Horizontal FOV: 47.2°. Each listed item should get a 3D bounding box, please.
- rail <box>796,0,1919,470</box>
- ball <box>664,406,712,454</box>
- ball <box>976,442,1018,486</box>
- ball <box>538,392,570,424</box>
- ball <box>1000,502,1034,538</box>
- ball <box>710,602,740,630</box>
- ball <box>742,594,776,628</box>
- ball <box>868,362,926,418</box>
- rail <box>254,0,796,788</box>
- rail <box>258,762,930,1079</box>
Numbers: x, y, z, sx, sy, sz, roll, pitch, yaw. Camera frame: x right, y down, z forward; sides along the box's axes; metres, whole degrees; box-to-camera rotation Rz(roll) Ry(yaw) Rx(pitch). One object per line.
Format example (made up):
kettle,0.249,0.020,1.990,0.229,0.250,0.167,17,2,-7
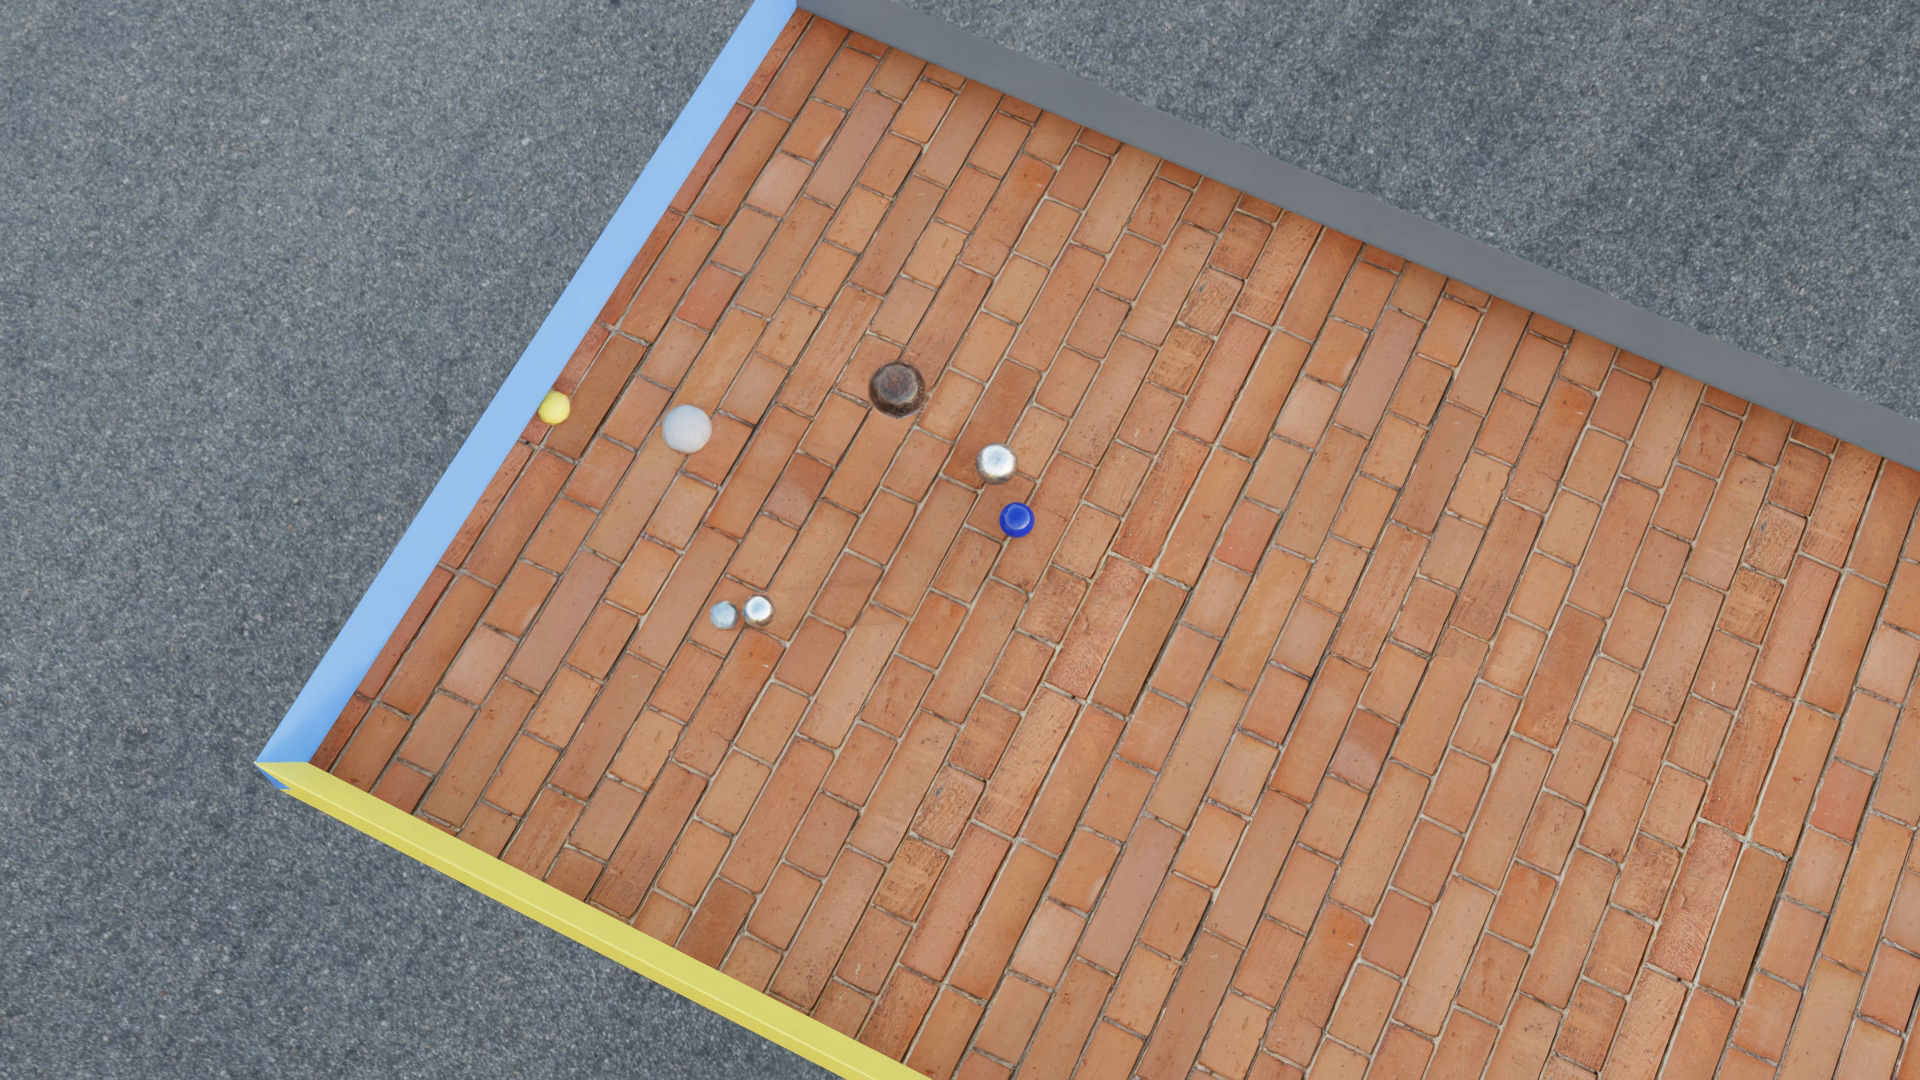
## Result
rail,1.047,-0.365,3.663,3.059,0.123,0.045,25,69,10
ball,-0.447,-0.182,3.608,0.079,0.079,0.079,0,66,0
ball,0.060,-0.125,3.588,0.070,0.070,0.070,0,66,0
ball,-0.672,-0.219,3.638,0.054,0.054,0.054,0,66,0
ball,0.092,-0.032,3.554,0.058,0.058,0.058,0,66,0
ball,-0.373,0.120,3.494,0.045,0.045,0.045,0,66,0
ball,-0.319,0.112,3.492,0.054,0.054,0.054,0,66,0
ball,-0.103,-0.248,3.628,0.095,0.095,0.095,0,66,0
rail,-0.663,-0.315,3.641,0.045,0.123,1.670,25,69,10
rail,0.322,0.964,3.078,3.059,0.123,0.045,25,69,10
